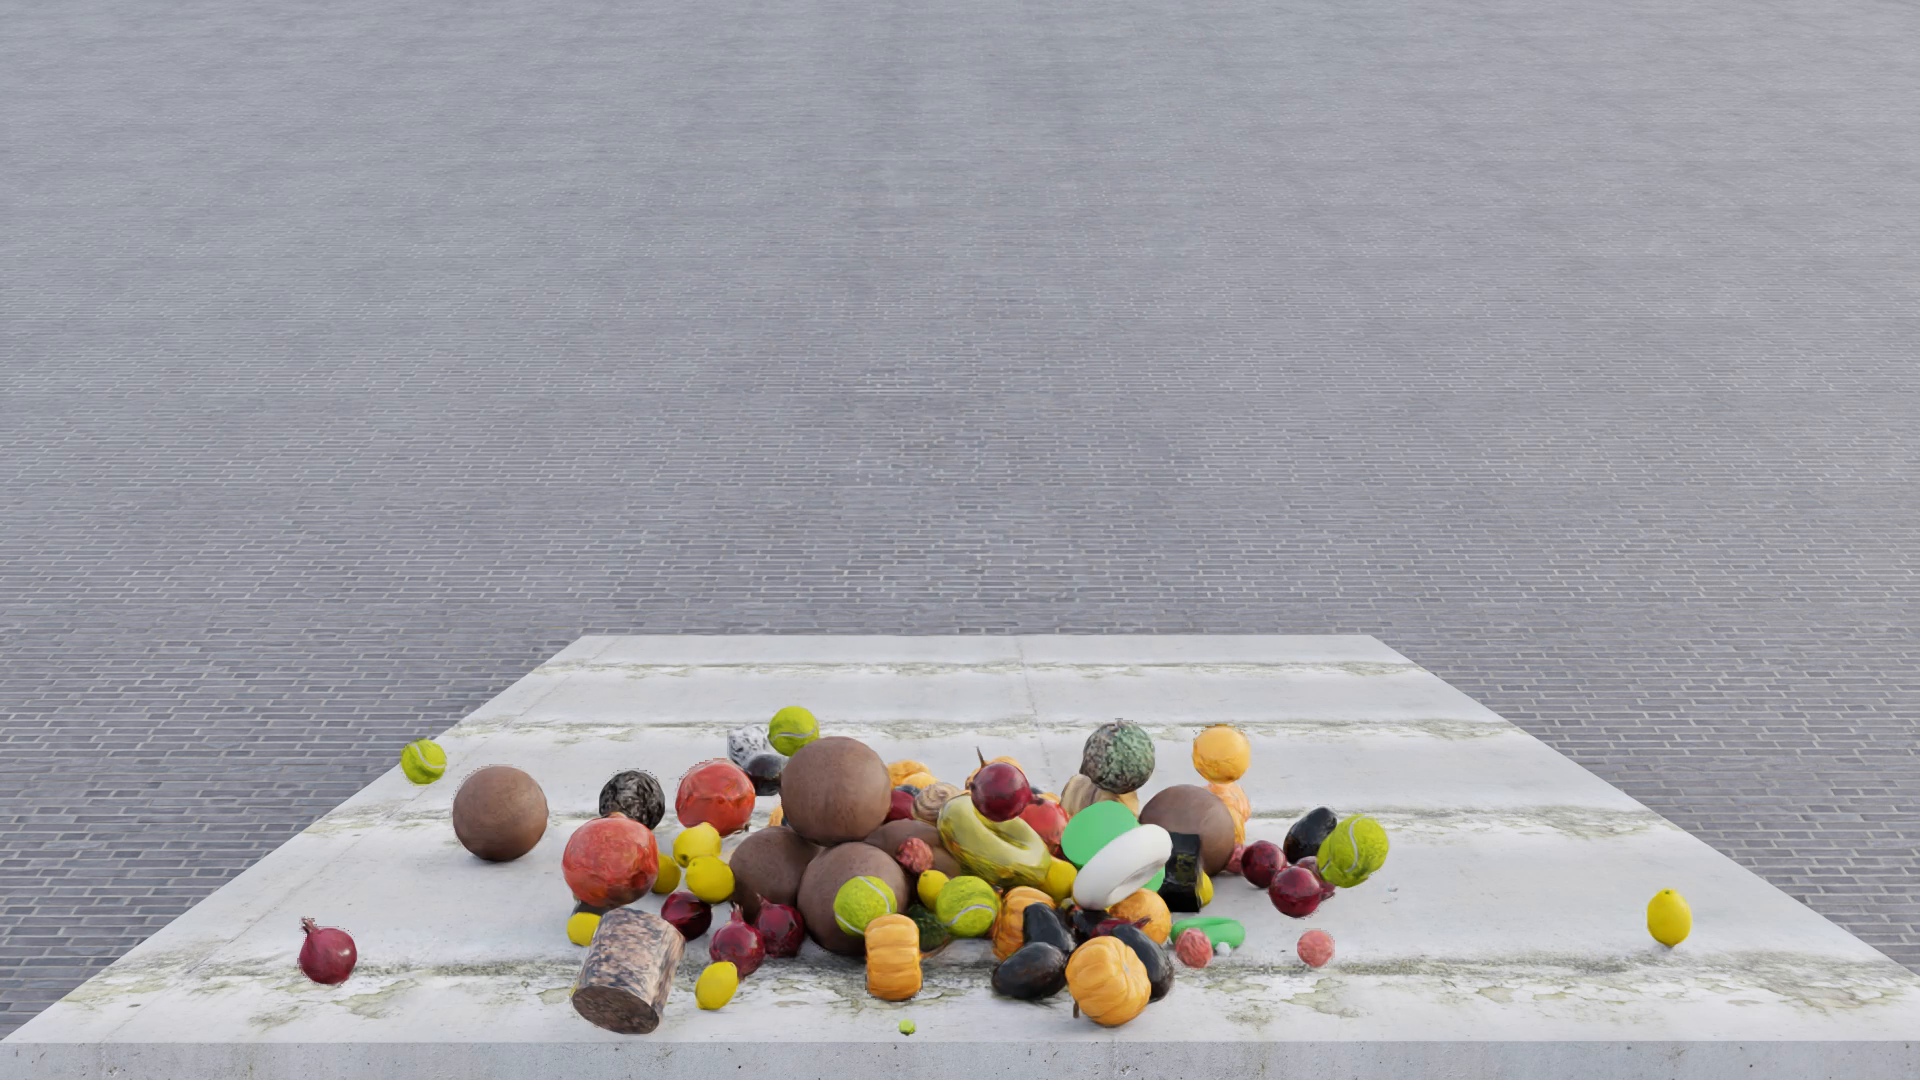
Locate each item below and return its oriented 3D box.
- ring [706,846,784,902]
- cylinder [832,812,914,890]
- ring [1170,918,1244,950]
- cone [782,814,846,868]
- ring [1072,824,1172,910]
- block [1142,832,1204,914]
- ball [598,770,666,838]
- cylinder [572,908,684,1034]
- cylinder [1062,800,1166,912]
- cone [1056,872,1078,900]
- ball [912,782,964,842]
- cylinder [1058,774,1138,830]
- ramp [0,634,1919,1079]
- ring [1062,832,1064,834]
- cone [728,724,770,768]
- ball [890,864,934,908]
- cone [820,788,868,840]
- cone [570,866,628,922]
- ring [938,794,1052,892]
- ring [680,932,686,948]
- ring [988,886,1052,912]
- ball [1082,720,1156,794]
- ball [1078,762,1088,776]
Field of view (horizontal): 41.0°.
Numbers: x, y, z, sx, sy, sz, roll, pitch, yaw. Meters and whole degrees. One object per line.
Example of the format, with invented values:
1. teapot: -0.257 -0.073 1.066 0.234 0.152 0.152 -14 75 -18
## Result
1. ring: -0.270 0.419 3.215 0.099 0.033 0.099 -3 27 1
2. cylinder: -0.112 0.403 3.316 0.076 0.076 0.076 12 29 31
3. ring: 0.285 0.454 2.960 0.087 0.029 0.087 -3 1 0
4. cone: -0.181 0.380 3.400 0.080 0.080 0.080 -32 12 18
5. ring: 0.183 0.368 2.885 0.129 0.129 0.043 -19 63 -42
6. block: 0.258 0.407 3.142 0.071 0.071 0.071 1 55 13
7. ball: -0.468 0.377 3.662 0.095 0.095 0.095 0 20 0
8. cylinder: -0.329 0.429 2.550 0.090 0.090 0.090 5 50 13
9. cylinder: 0.184 0.379 3.072 0.095 0.095 0.095 -19 40 17
10. cone: 0.162 0.430 3.216 0.098 0.098 0.098 -27 12 20
11. ball: -0.023 0.330 3.119 0.072 0.072 0.072 0 20 0
12. cylinder: 0.184 0.358 3.416 0.079 0.079 0.079 12 23 30
13. ramp: 0.046 0.419 4.535 2.000 0.100 4.000 0 4 0
14. ring: 0.191 0.413 3.565 0.101 0.034 0.101 1 7 0
15. cone: -0.367 0.331 4.273 0.077 0.077 0.077 10 -17 26
16. ball: -0.060 0.426 3.164 0.054 0.054 0.054 0 20 0
17. cone: -0.183 0.396 3.582 0.080 0.080 0.080 15 22 35
18. cone: -0.422 0.443 3.104 0.074 0.074 0.074 27 18 -8
19. ring: 0.040 0.352 2.985 0.148 0.049 0.148 31 15 -9
20. ring: -0.360 0.456 2.893 0.102 0.034 0.102 1 3 0
21. ring: 0.074 0.442 3.161 0.080 0.027 0.080 -4 -1 0
22. ball: 0.208 0.284 3.353 0.095 0.095 0.095 0 20 0
23. ball: 0.228 0.361 3.918 0.094 0.094 0.094 0 20 0
